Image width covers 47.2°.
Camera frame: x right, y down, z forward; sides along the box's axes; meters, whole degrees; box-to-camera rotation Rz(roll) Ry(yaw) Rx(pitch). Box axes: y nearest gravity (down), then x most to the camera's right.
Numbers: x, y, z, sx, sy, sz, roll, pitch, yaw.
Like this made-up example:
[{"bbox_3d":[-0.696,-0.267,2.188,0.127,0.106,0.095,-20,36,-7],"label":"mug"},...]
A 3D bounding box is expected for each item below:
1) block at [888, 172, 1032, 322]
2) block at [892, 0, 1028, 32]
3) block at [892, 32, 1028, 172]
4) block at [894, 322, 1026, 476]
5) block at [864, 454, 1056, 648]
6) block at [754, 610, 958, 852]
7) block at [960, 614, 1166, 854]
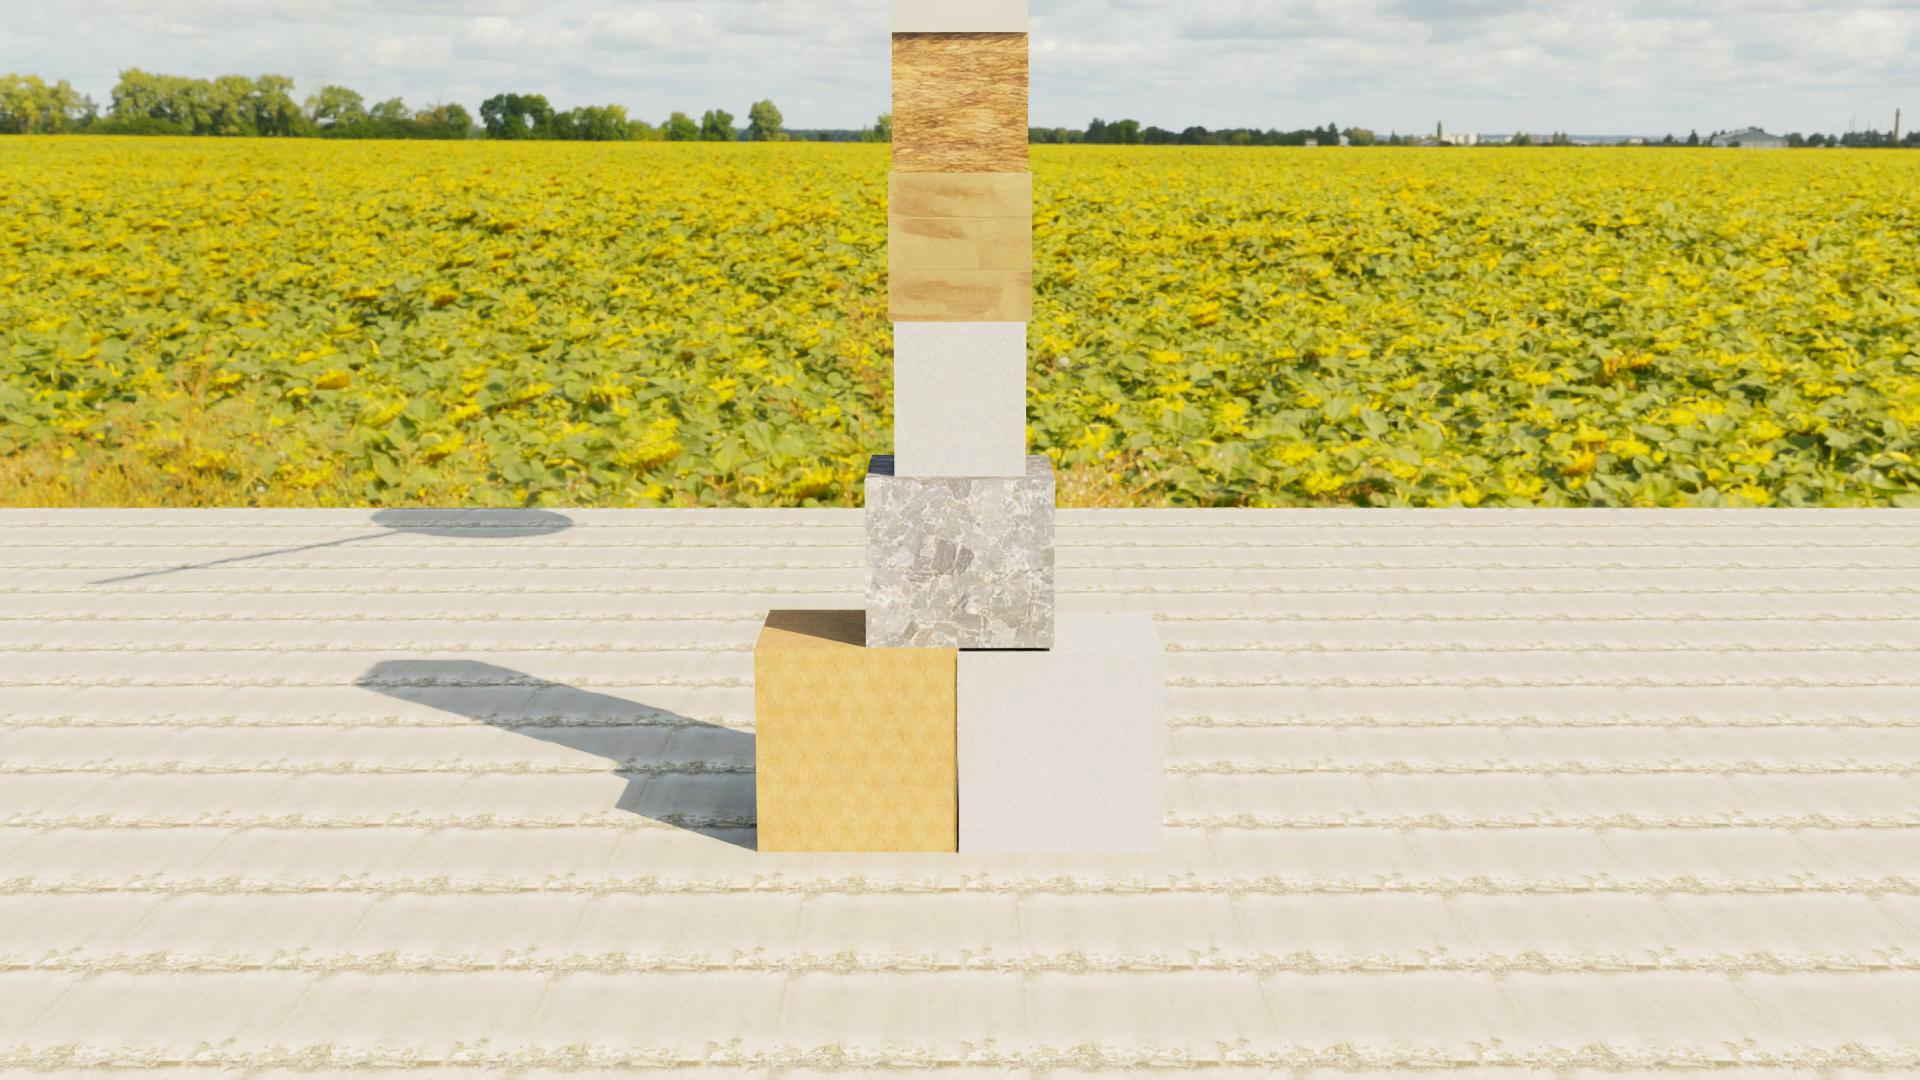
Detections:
[{"bbox_3d":[0.001,-1.469,10.931,0.693,0.714,0.669,0,10,0],"label":"block"},{"bbox_3d":[0.001,-2.754,10.698,0.642,0.585,0.729,0,10,0],"label":"block"},{"bbox_3d":[0.001,-2.143,10.807,0.650,0.656,0.668,0,10,0],"label":"block"},{"bbox_3d":[0.000,-0.744,11.054,0.642,0.756,0.665,0,10,0],"label":"block"},{"bbox_3d":[0.000,0.041,11.173,0.925,0.833,0.874,0,10,0],"label":"block"},{"bbox_3d":[-0.513,0.964,11.343,0.996,1.044,0.913,0,10,0],"label":"block"},{"bbox_3d":[0.503,0.977,11.341,1.015,1.020,0.953,0,10,0],"label":"block"}]
